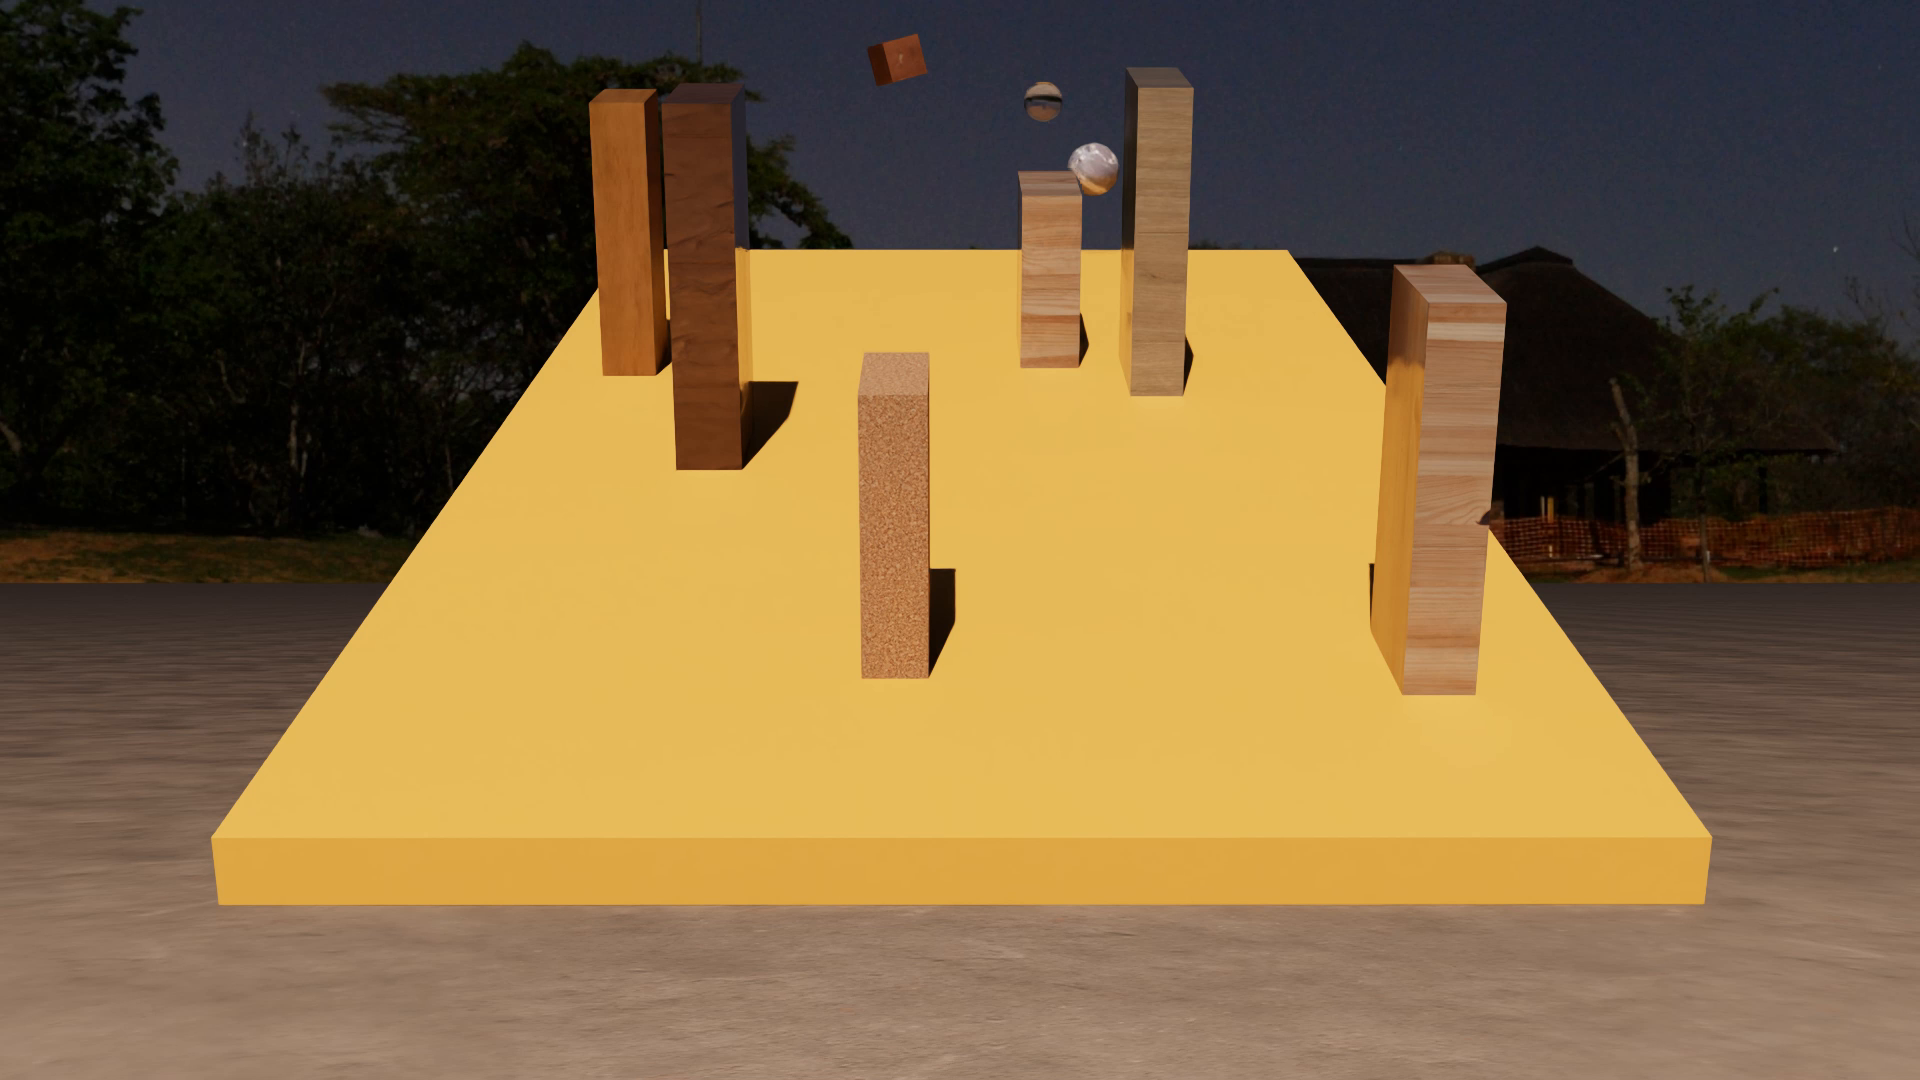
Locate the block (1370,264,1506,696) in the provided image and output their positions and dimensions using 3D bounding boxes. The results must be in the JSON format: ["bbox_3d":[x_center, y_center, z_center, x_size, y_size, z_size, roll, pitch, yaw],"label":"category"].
[{"bbox_3d":[0.738,-0.097,3.495,0.113,0.616,0.278,0,19,0],"label":"block"}]

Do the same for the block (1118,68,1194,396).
[{"bbox_3d":[0.452,-0.722,5.226,0.121,0.700,0.381,0,19,0],"label":"block"}]

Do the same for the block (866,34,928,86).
[{"bbox_3d":[-0.180,-1.370,6.411,0.113,0.113,0.113,-21,14,-23],"label":"block"}]

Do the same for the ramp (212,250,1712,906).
[{"bbox_3d":[-0.004,-0.193,4.903,2.000,0.100,4.000,0,19,0],"label":"ramp"}]

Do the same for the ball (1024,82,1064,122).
[{"bbox_3d":[0.238,-1.251,6.404,0.113,0.113,0.113,0,-1,0],"label":"ball"}]

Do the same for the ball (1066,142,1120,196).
[{"bbox_3d":[0.389,-1.083,6.563,0.154,0.154,0.154,0,-1,0],"label":"ball"}]

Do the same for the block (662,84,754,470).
[{"bbox_3d":[-0.513,-0.545,4.624,0.135,0.743,0.312,0,19,0],"label":"block"}]

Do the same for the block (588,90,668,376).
[{"bbox_3d":[-0.785,-0.732,5.341,0.126,0.642,0.243,0,19,0],"label":"block"}]

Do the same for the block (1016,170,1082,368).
[{"bbox_3d":[0.216,-0.668,5.509,0.141,0.416,0.363,0,19,0],"label":"block"}]

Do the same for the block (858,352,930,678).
[{"bbox_3d":[-0.102,-0.043,3.577,0.106,0.460,0.269,0,19,0],"label":"block"}]
